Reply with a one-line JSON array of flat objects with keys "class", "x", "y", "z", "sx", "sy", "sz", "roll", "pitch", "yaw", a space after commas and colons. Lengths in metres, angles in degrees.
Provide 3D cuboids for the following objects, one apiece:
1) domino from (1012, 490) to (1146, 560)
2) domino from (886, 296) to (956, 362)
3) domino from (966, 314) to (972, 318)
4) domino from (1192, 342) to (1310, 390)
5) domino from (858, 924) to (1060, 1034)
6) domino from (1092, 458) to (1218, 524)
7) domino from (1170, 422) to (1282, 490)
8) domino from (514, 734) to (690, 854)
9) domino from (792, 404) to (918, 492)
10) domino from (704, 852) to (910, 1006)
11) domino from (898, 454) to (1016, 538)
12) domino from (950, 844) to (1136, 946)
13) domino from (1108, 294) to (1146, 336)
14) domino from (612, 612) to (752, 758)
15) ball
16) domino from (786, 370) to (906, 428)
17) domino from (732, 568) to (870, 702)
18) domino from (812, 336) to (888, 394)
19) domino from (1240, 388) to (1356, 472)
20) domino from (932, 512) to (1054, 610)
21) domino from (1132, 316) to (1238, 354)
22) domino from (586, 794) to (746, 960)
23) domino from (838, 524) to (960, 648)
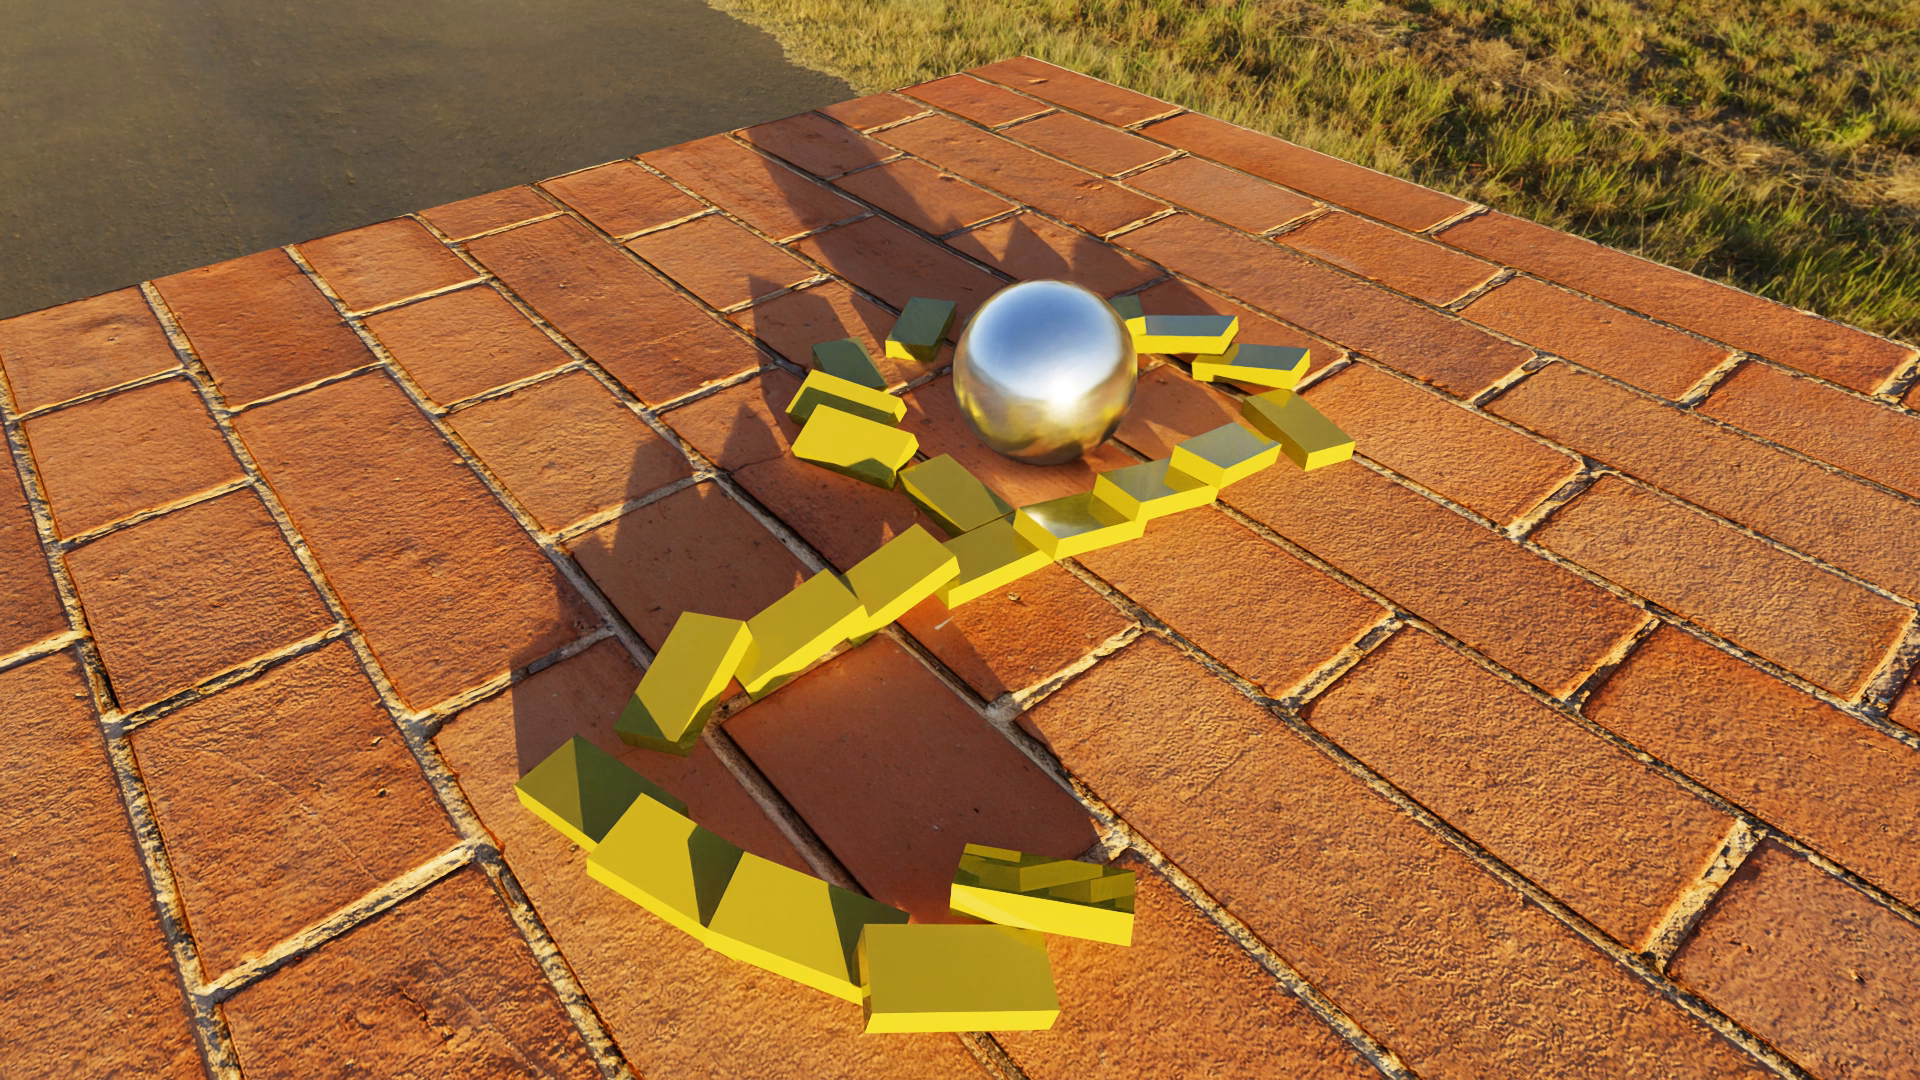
[{"class": "domino", "x": 0.049, "y": -0.007, "z": 0.443, "sx": 0.050, "sy": 0.010, "sz": 0.025, "roll": -13, "pitch": 39, "yaw": -37}, {"class": "domino", "x": -0.020, "y": -0.111, "z": 0.579, "sx": 0.025, "sy": 0.009, "sz": 0.050, "roll": 9, "pitch": 40, "yaw": 10}, {"class": "domino", "x": 0.030, "y": -0.114, "z": 0.573, "sx": 0.050, "sy": 0.010, "sz": 0.025, "roll": -14, "pitch": 38, "yaw": 4}, {"class": "domino", "x": 0.143, "y": -0.086, "z": 0.541, "sx": 0.050, "sy": 0.009, "sz": 0.025, "roll": 12, "pitch": 39, "yaw": 33}, {"class": "domino", "x": -0.001, "y": 0.116, "z": 0.292, "sx": 0.050, "sy": 0.010, "sz": 0.025, "roll": 6, "pitch": 38, "yaw": -15}, {"class": "domino", "x": 0.083, "y": -0.022, "z": 0.461, "sx": 0.050, "sy": 0.010, "sz": 0.025, "roll": -14, "pitch": 40, "yaw": -37}, {"class": "domino", "x": 0.116, "y": -0.037, "z": 0.480, "sx": 0.025, "sy": 0.009, "sz": 0.050, "roll": 32, "pitch": 36, "yaw": 32}, {"class": "domino", "x": -0.111, "y": 0.082, "z": 0.343, "sx": 0.050, "sy": 0.009, "sz": 0.025, "roll": 23, "pitch": 45, "yaw": 26}, {"class": "domino", "x": -0.047, "y": -0.041, "z": 0.486, "sx": 0.050, "sy": 0.009, "sz": 0.025, "roll": 20, "pitch": 69, "yaw": 22}, {"class": "domino", "x": -0.042, "y": 0.107, "z": 0.303, "sx": 0.050, "sy": 0.010, "sz": 0.025, "roll": 20, "pitch": 41, "yaw": 2}, {"class": "domino", "x": -0.002, "y": -0.017, "z": 0.464, "sx": 0.025, "sy": 0.010, "sz": 0.050, "roll": -24, "pitch": 45, "yaw": -26}, {"class": "domino", "x": 0.024, "y": 0.100, "z": 0.313, "sx": 0.050, "sy": 0.009, "sz": 0.025, "roll": 7, "pitch": 12, "yaw": 8}, {"class": "domino", "x": 0.070, "y": -0.113, "z": 0.572, "sx": 0.050, "sy": 0.009, "sz": 0.025, "roll": -10, "pitch": 38, "yaw": 9}, {"class": "domino", "x": -0.094, "y": 0.048, "z": 0.375, "sx": 0.025, "sy": 0.010, "sz": 0.050, "roll": 7, "pitch": 50, "yaw": 20}, {"class": "ball", "x": 0.037, "y": -0.073, "z": 0.476, "sx": 0.080, "sy": 0.080, "sz": 0.080, "roll": 0, "pitch": 39, "yaw": 0}, {"class": "domino", "x": -0.053, "y": -0.060, "z": 0.508, "sx": 0.050, "sy": 0.009, "sz": 0.025, "roll": 21, "pitch": 70, "yaw": 23}, {"class": "domino", "x": -0.060, "y": 0.033, "z": 0.394, "sx": 0.050, "sy": 0.009, "sz": 0.025, "roll": -35, "pitch": 50, "yaw": -18}, {"class": "domino", "x": -0.055, "y": -0.083, "z": 0.545, "sx": 0.025, "sy": 0.010, "sz": 0.050, "roll": -13, "pitch": 41, "yaw": -15}, {"class": "domino", "x": 0.155, "y": -0.052, "z": 0.507, "sx": 0.025, "sy": 0.010, "sz": 0.050, "roll": -15, "pitch": 42, "yaw": -17}, {"class": "domino", "x": 0.010, "y": 0.007, "z": 0.434, "sx": 0.050, "sy": 0.010, "sz": 0.025, "roll": -23, "pitch": 45, "yaw": -26}, {"class": "domino", "x": 0.114, "y": -0.105, "z": 0.563, "sx": 0.050, "sy": 0.010, "sz": 0.025, "roll": 7, "pitch": 38, "yaw": 31}, {"class": "domino", "x": -0.079, "y": 0.096, "z": 0.317, "sx": 0.050, "sy": 0.010, "sz": 0.025, "roll": 26, "pitch": 44, "yaw": 10}, {"class": "domino", "x": -0.028, "y": 0.017, "z": 0.414, "sx": 0.050, "sy": 0.010, "sz": 0.025, "roll": -35, "pitch": 50, "yaw": -18}]
